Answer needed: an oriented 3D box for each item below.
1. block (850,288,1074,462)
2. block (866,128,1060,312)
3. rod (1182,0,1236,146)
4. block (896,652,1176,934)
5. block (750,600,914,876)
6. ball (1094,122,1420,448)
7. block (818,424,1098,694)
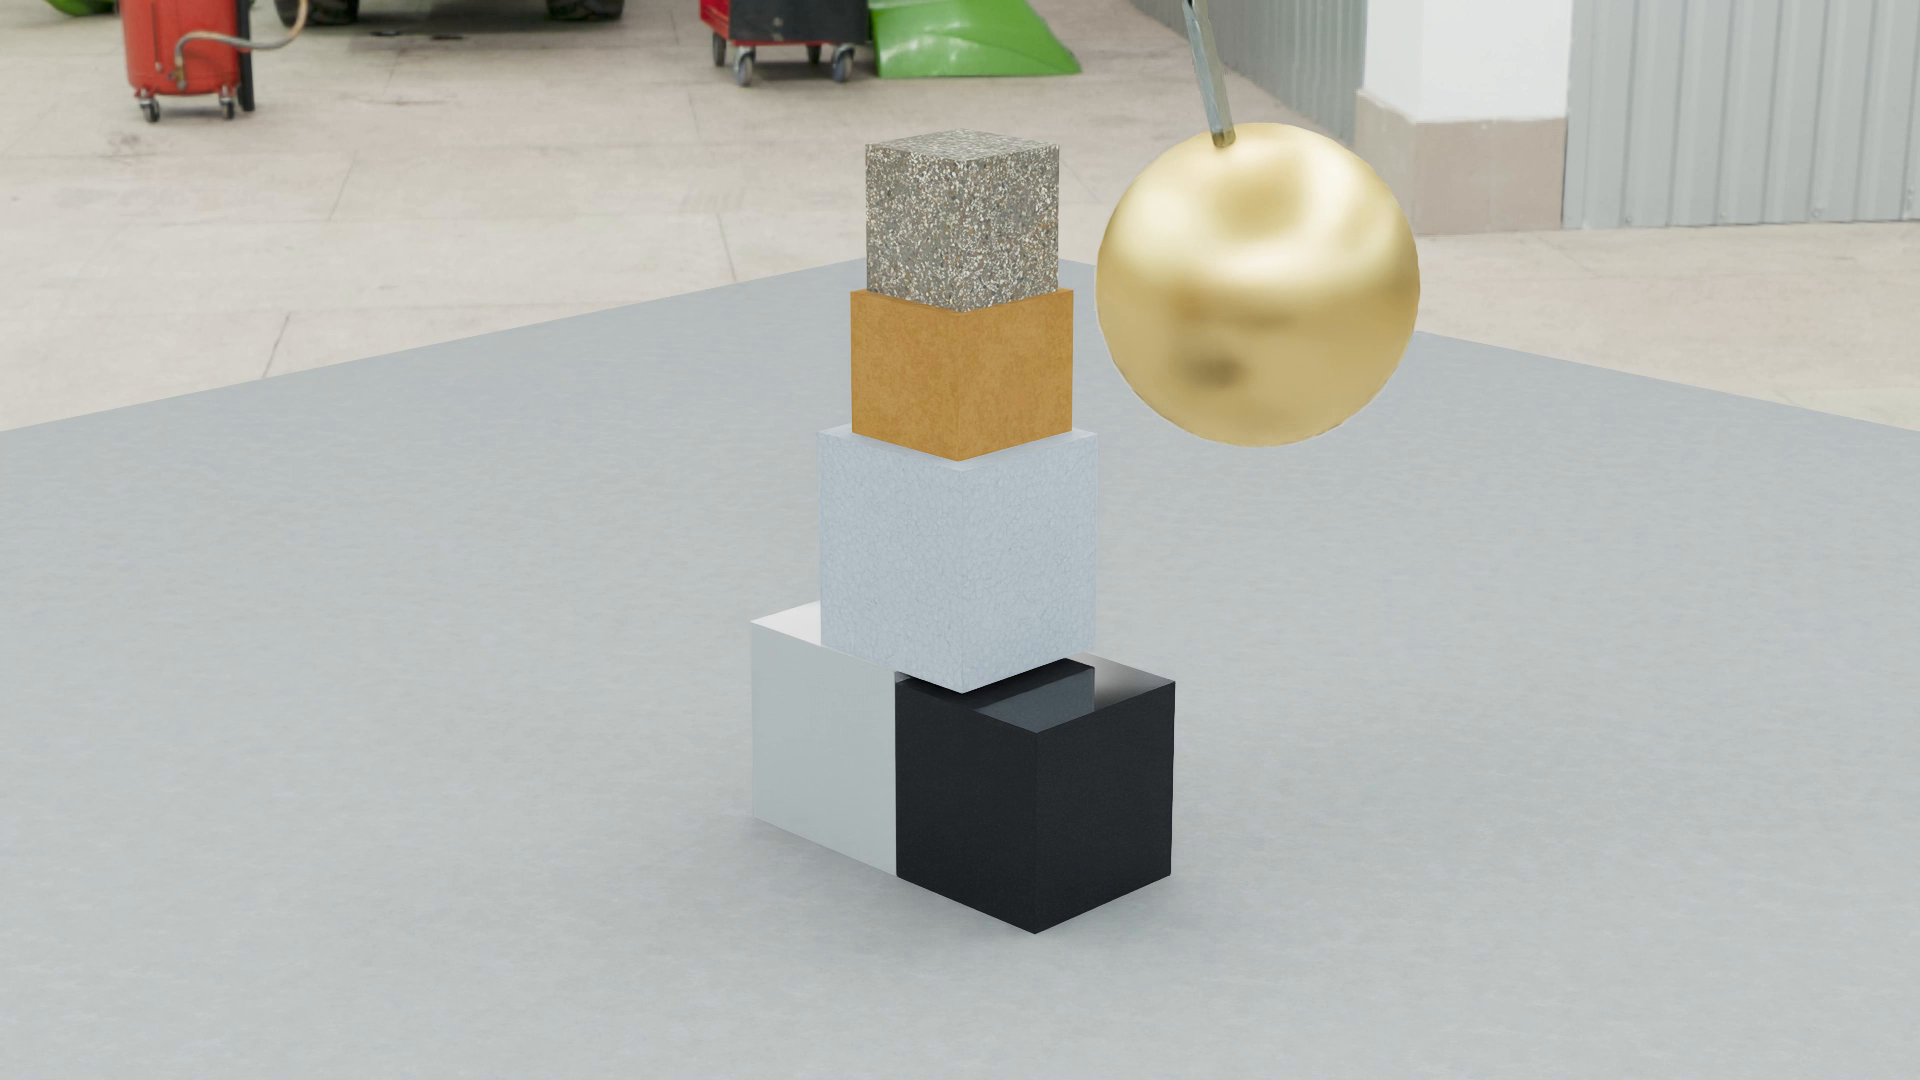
[{"bbox_3d":[0.009,-0.797,13.101,0.724,0.646,0.678,-17,24,-42],"label":"block"},{"bbox_3d":[0.010,-1.417,12.907,0.597,0.653,0.603,-17,24,-42],"label":"block"},{"bbox_3d":[0.636,-4.050,12.735,0.080,5.200,0.080,17,44,42],"label":"rod"},{"bbox_3d":[0.340,1.089,13.303,0.905,0.945,0.873,-17,24,-42],"label":"block"},{"bbox_3d":[-0.309,0.862,13.943,0.942,0.995,0.984,-17,24,-42],"label":"block"},{"bbox_3d":[1.467,-1.256,14.485,1.600,1.600,1.600,0,17,0],"label":"ball"},{"bbox_3d":[-0.010,0.001,13.332,0.863,1.014,0.920,-17,24,-42],"label":"block"}]
